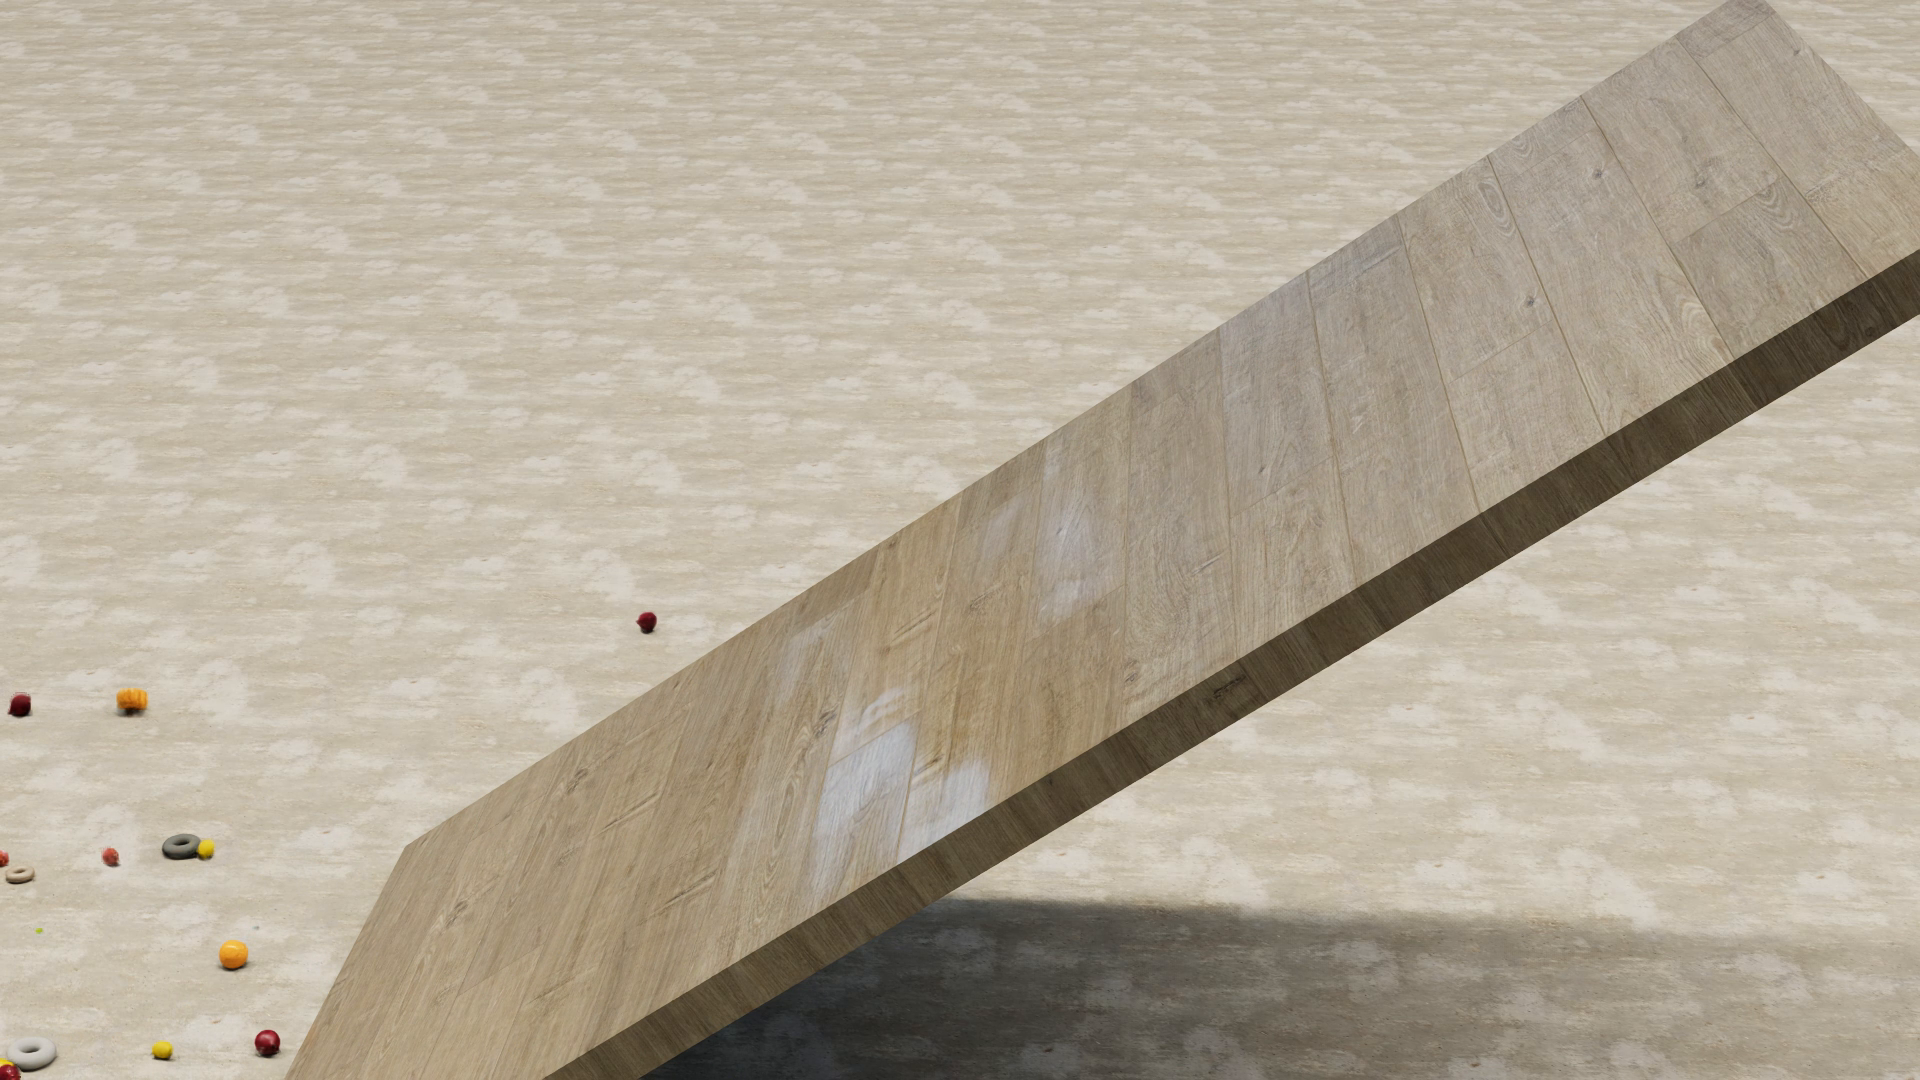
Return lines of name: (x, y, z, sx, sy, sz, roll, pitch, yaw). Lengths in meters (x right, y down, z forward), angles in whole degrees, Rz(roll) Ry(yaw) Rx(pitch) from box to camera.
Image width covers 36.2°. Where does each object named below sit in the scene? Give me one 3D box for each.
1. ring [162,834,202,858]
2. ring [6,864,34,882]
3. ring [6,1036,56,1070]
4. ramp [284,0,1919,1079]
ring: (-2.085, 0.820, 7.882, 0.104, 0.035, 0.104, -1, 22, 0)
ring: (-2.475, 0.879, 7.745, 0.076, 0.025, 0.076, -1, 21, 1)
ring: (-2.178, 1.203, 6.898, 0.114, 0.038, 0.114, 1, 21, 0)
ramp: (0.135, 0.174, 6.306, 4.000, 0.100, 2.000, -32, 16, 15)
